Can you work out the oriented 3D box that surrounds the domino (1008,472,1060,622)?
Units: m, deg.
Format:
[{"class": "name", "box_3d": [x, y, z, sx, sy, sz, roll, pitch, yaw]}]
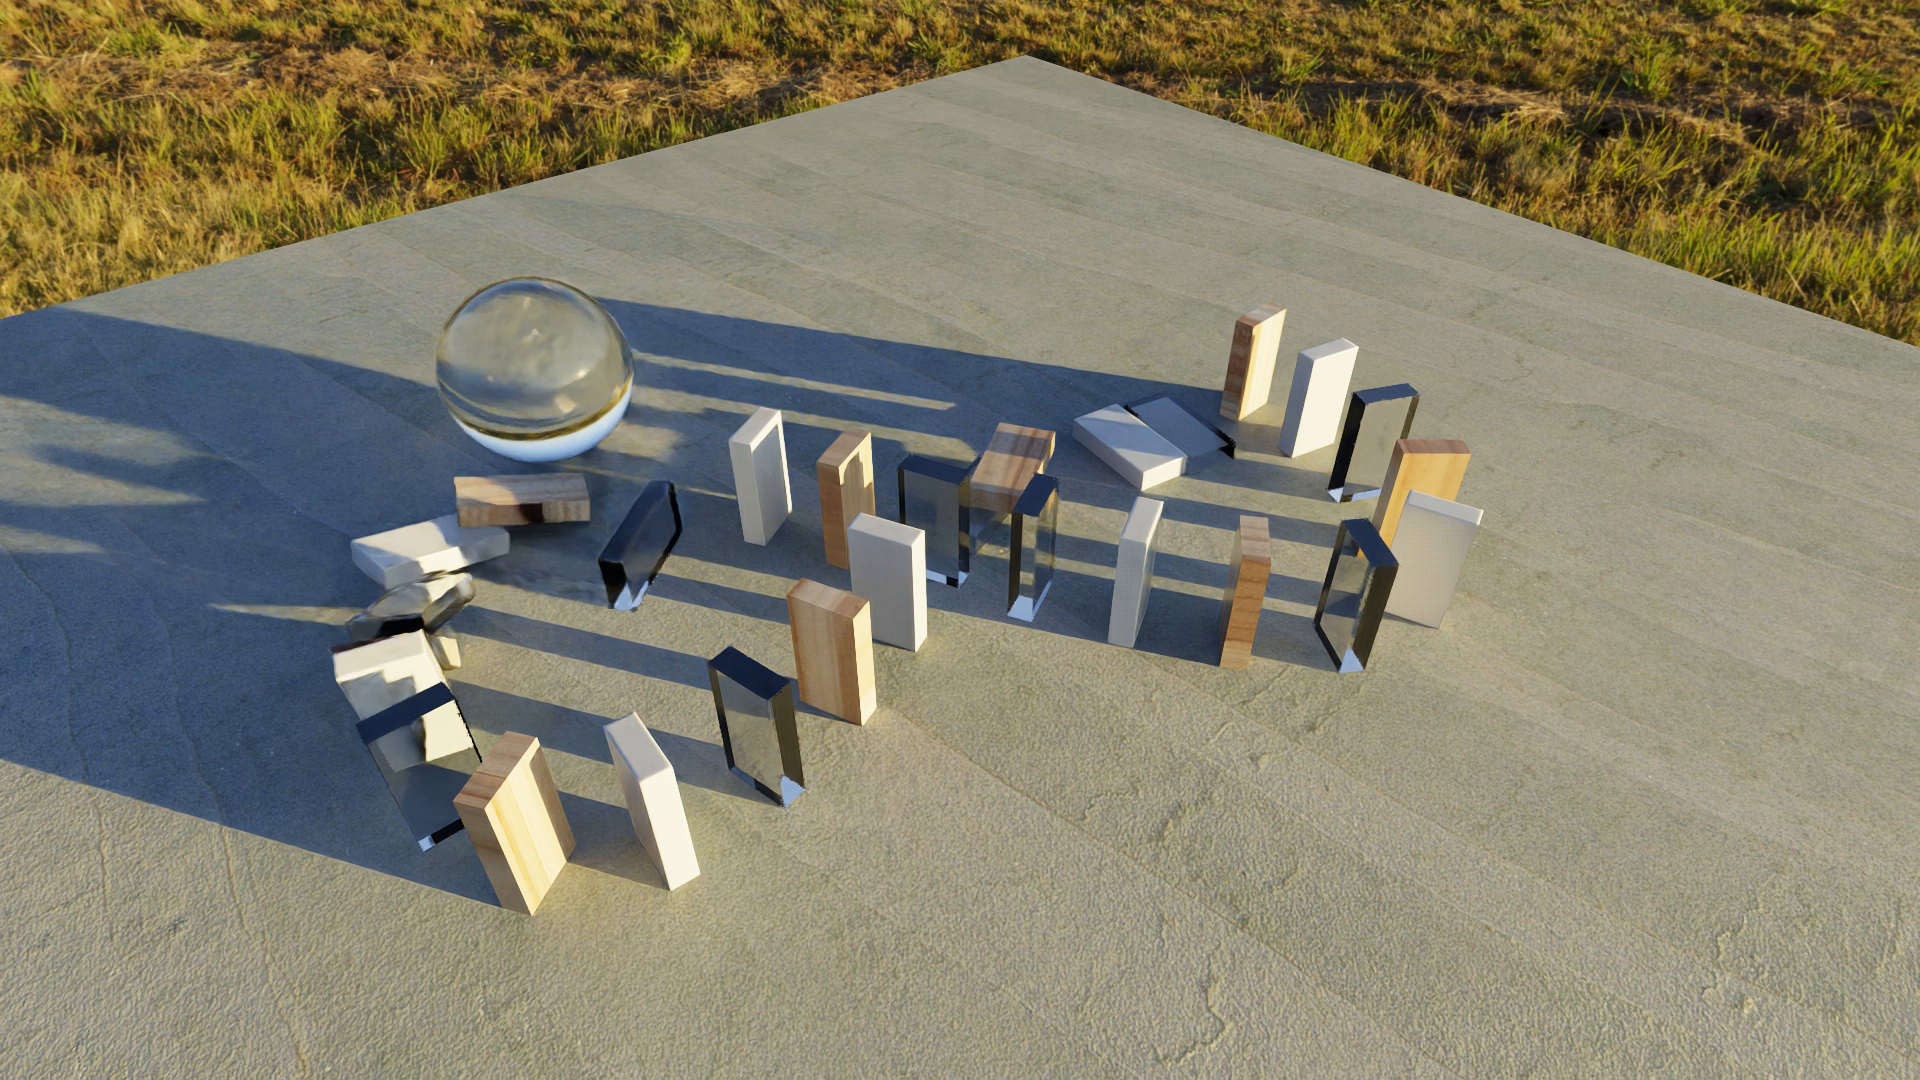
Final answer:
[{"class": "domino", "box_3d": [0.027, 0.003, 0.408, 0.009, 0.050, 0.025, 15, 42, 17]}]

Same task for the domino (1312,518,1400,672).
[{"class": "domino", "box_3d": [0.138, 0.020, 0.387, 0.010, 0.050, 0.025, -5, 40, -6]}]

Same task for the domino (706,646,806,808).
[{"class": "domino", "box_3d": [-0.063, 0.058, 0.340, 0.025, 0.050, 0.009, 25, 46, 28]}]

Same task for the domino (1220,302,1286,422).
[{"class": "domino", "box_3d": [0.136, -0.083, 0.512, 0.025, 0.050, 0.009, -31, 48, -32]}]

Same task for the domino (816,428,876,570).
[{"class": "domino", "box_3d": [-0.044, -0.016, 0.431, 0.009, 0.050, 0.025, 16, 42, 18]}]

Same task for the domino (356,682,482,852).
[{"class": "domino", "box_3d": [-0.157, 0.068, 0.328, 0.025, 0.050, 0.010, -30, 48, -31]}]

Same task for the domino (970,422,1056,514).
[{"class": "domino", "box_3d": [0.022, -0.031, 0.466, 0.025, 0.010, 0.050, 11, 41, 13]}]

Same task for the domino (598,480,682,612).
[{"class": "domino", "box_3d": [-0.124, 0.002, 0.429, 0.010, 0.025, 0.050, 6, 40, 8]}]

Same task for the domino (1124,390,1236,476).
[{"class": "domino", "box_3d": [0.100, -0.050, 0.504, 0.025, 0.010, 0.050, -19, 43, -22]}]

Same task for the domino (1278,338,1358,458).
[{"class": "domino", "box_3d": [0.158, -0.063, 0.488, 0.025, 0.050, 0.010, -19, 43, -22]}]

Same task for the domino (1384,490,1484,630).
[{"class": "domino", "box_3d": [0.170, 0.008, 0.402, 0.025, 0.050, 0.010, 20, 43, 23]}]

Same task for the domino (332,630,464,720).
[{"class": "domino", "box_3d": [-0.177, 0.050, 0.349, 0.025, 0.050, 0.010, -17, 54, -19]}]

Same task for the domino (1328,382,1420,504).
[{"class": "domino", "box_3d": [0.173, -0.040, 0.460, 0.025, 0.050, 0.010, -10, 40, -12]}]

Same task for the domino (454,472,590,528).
[{"class": "domino", "box_3d": [-0.181, -0.017, 0.454, 0.050, 0.010, 0.025, -4, 33, -25]}]

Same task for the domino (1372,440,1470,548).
[{"class": "domino", "box_3d": [0.179, -0.016, 0.431, 0.025, 0.050, 0.010, 0, 39, 1]}]

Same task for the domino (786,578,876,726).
[{"class": "domino", "box_3d": [-0.042, 0.038, 0.365, 0.025, 0.050, 0.009, 18, 43, 21]}]

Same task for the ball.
[{"class": "ball", "box_3d": [-0.183, -0.073, 0.477, 0.080, 0.080, 0.080, 0, 39, 0]}]

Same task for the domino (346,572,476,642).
[{"class": "domino", "box_3d": [-0.196, 0.025, 0.396, 0.025, 0.009, 0.050, -8, 15, -4]}]

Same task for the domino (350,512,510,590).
[{"class": "domino", "box_3d": [-0.206, 0.003, 0.430, 0.025, 0.009, 0.050, 28, 32, 30]}]

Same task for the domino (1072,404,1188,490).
[{"class": "domino", "box_3d": [0.076, -0.043, 0.495, 0.025, 0.010, 0.050, -22, 44, -24]}]

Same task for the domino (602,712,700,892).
[{"class": "domino", "box_3d": [-0.089, 0.076, 0.319, 0.010, 0.050, 0.025, -25, 46, -27]}]

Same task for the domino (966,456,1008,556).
[{"class": "domino", "box_3d": [0.007, -0.015, 0.462, 0.025, 0.009, 0.050, 19, 43, 21]}]

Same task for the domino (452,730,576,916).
[{"class": "domino", "box_3d": [-0.125, 0.081, 0.313, 0.010, 0.050, 0.025, 10, 40, 11]}]

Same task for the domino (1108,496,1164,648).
[{"class": "domino", "box_3d": [0.063, 0.012, 0.397, 0.009, 0.050, 0.025, 13, 41, 16]}]

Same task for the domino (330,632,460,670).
[{"class": "domino", "box_3d": [-0.188, 0.039, 0.369, 0.025, 0.050, 0.010, -10, 84, -12]}]

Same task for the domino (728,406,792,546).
[{"class": "domino", "box_3d": [-0.080, -0.025, 0.442, 0.009, 0.050, 0.025, 12, 41, 15]}]

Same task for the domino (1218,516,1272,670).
[{"class": "domino", "box_3d": [0.100, 0.019, 0.388, 0.009, 0.050, 0.025, 6, 40, 7]}]

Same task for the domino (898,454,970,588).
[{"class": "domino", "box_3d": [-0.010, -0.007, 0.420, 0.025, 0.050, 0.009, 17, 42, 20]}]

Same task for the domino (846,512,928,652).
[{"class": "domino", "box_3d": [-0.026, 0.016, 0.392, 0.025, 0.050, 0.010, 16, 42, 19]}]
